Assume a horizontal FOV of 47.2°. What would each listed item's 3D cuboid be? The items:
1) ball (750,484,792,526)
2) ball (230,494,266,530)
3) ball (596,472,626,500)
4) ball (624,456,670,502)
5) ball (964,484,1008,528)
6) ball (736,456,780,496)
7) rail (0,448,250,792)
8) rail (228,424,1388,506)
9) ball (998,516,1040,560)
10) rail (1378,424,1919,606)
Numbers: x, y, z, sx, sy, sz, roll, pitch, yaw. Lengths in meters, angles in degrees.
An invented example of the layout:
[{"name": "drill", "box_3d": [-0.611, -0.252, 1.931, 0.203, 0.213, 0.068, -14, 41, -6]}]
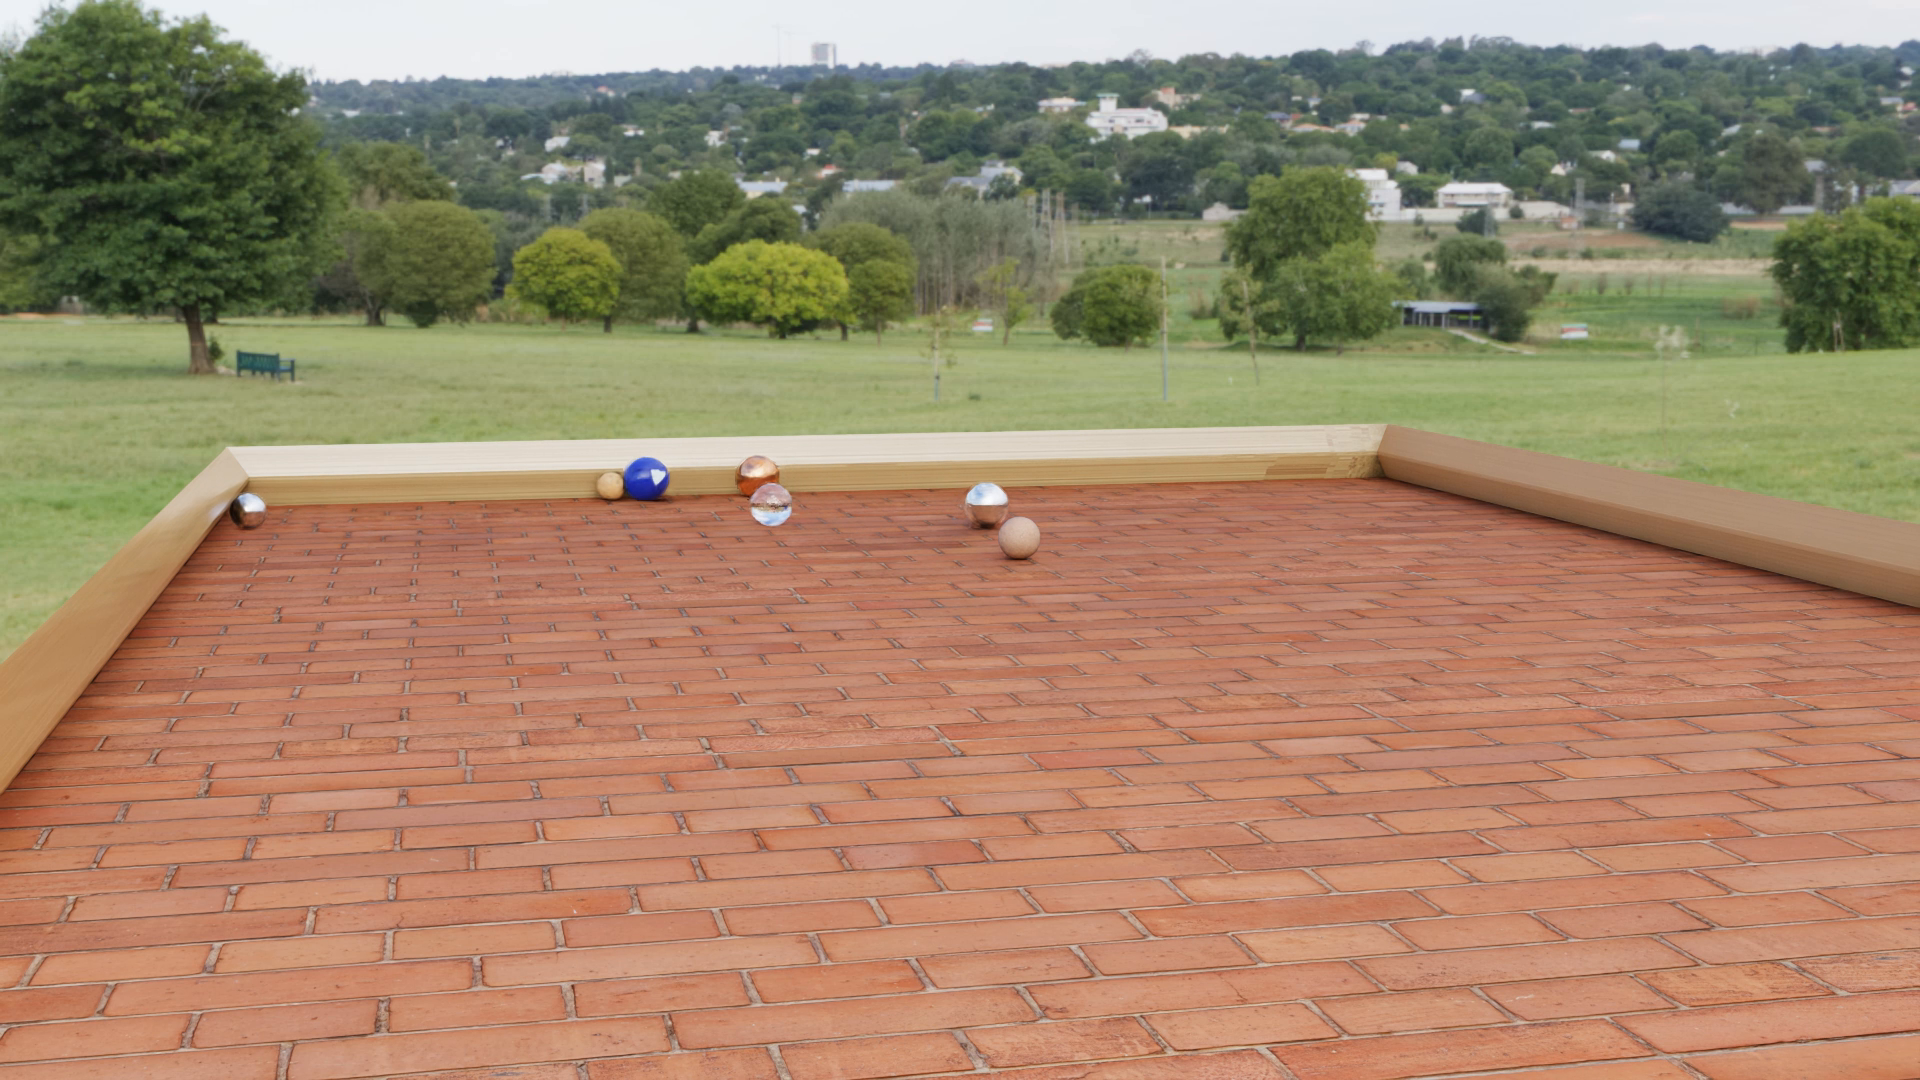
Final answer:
[{"name": "ball", "box_3d": [-0.353, -0.065, 4.114, 0.079, 0.079, 0.079, 0, 8, 0]}, {"name": "ball", "box_3d": [-1.319, -0.053, 4.074, 0.065, 0.065, 0.065, 0, 8, 0]}, {"name": "ball", "box_3d": [-0.719, -0.111, 4.529, 0.059, 0.059, 0.059, 0, 8, 0]}, {"name": "ball", "box_3d": [-0.643, -0.126, 4.516, 0.092, 0.092, 0.092, 0, 8, 0]}, {"name": "ball", "box_3d": [0.049, -0.064, 4.092, 0.083, 0.083, 0.083, 0, 8, 0]}, {"name": "ball", "box_3d": [-0.419, -0.132, 4.570, 0.089, 0.089, 0.089, 0, 8, 0]}, {"name": "rail", "box_3d": [-0.946, 0.157, 2.306, 0.045, 0.119, 4.380, -2, 8, -13]}, {"name": "rail", "box_3d": [-0.245, -0.162, 4.675, 2.506, 0.119, 0.045, -2, 8, -13]}, {"name": "ball", "box_3d": [0.099, -0.003, 3.681, 0.072, 0.072, 0.072, 0, 8, 0]}, {"name": "rail", "box_3d": [1.448, 0.082, 2.864, 0.045, 0.119, 4.380, -2, 8, -13]}]
